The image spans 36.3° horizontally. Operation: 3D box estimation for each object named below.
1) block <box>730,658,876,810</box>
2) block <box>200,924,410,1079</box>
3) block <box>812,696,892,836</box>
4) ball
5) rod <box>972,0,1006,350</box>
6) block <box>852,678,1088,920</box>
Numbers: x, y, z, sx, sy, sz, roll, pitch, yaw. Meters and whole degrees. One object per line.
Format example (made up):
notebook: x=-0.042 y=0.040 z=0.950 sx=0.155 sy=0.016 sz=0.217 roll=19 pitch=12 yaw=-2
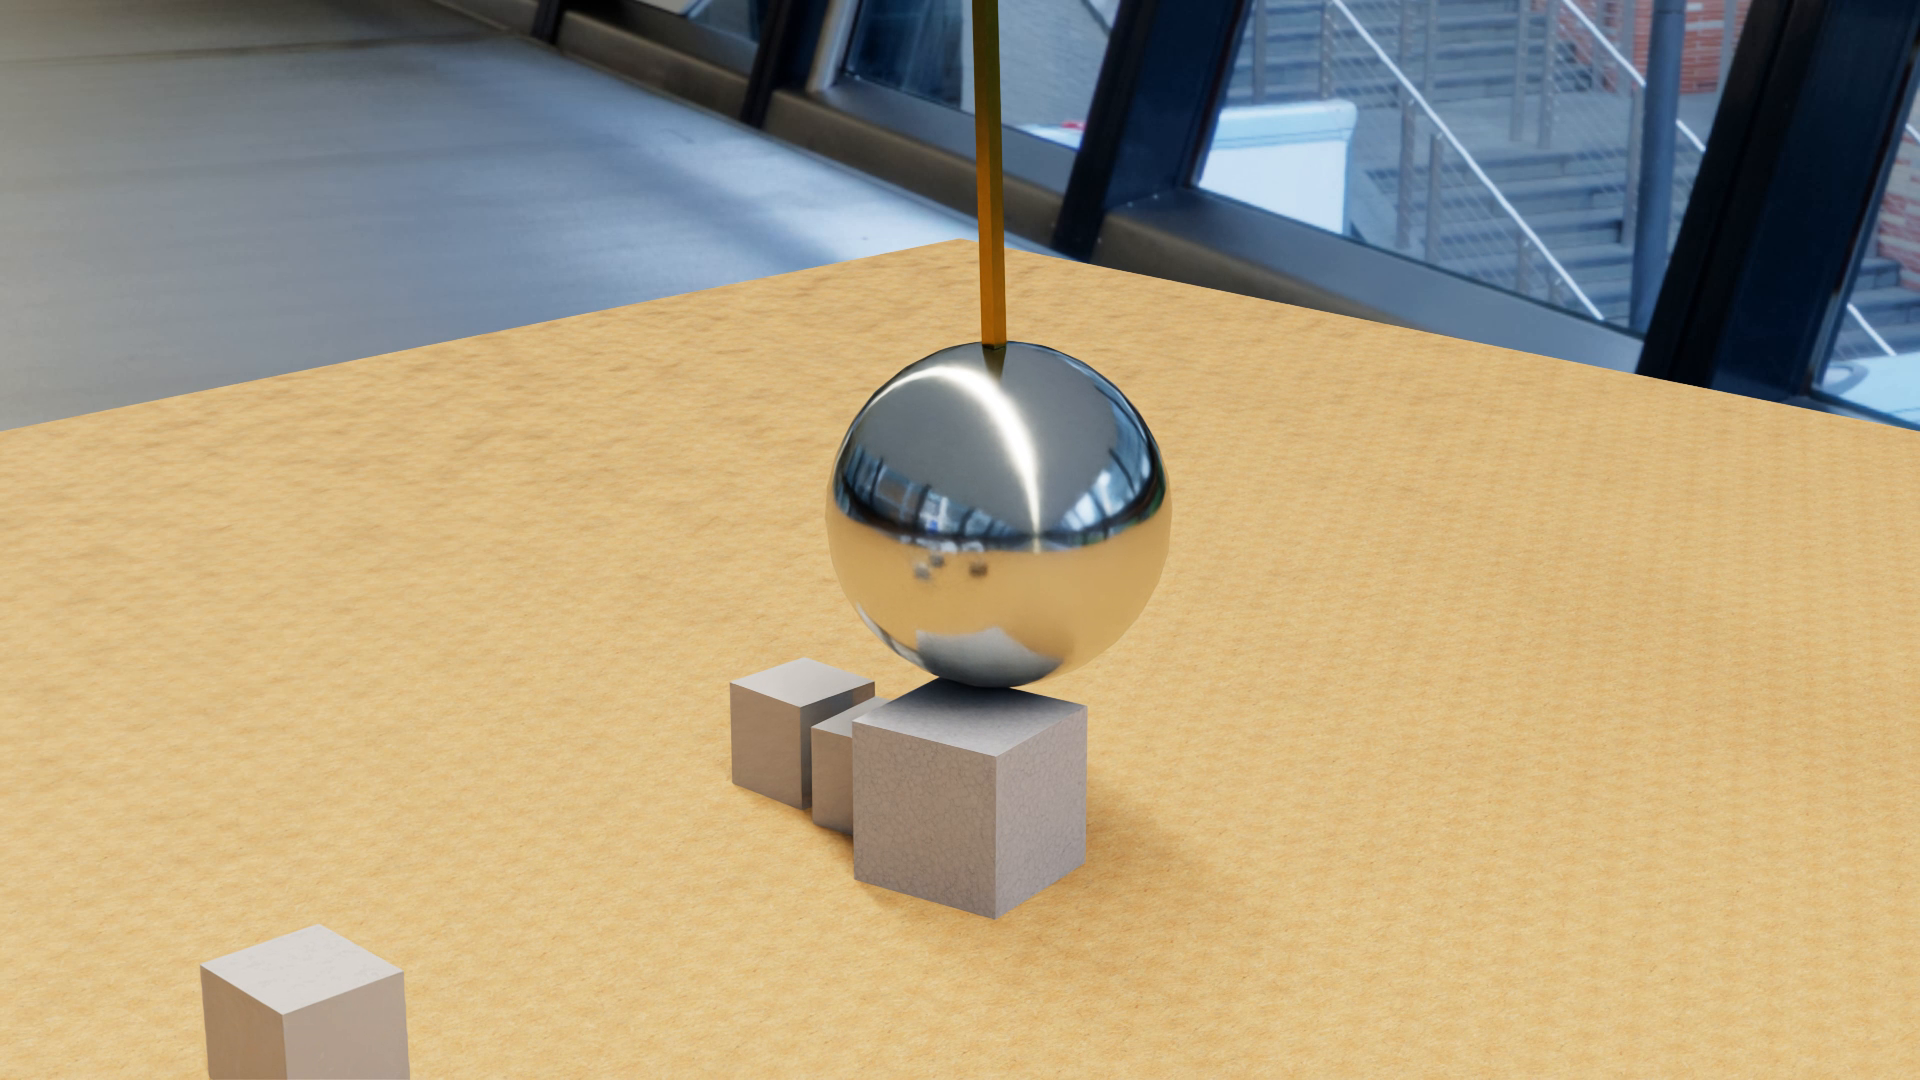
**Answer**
block: x=-0.772 y=0.947 z=14.440 sx=0.503 sy=0.534 sz=0.503 roll=16 pitch=24 yaw=41
block: x=-2.564 y=1.898 z=11.484 sx=0.539 sy=0.492 sz=0.603 roll=-16 pitch=24 yaw=-42
block: x=-0.357 y=1.101 z=14.014 sx=0.490 sy=0.496 sz=0.512 roll=12 pitch=21 yaw=33
ball: x=0.178 y=-0.120 z=13.491 sx=1.600 sy=1.600 sz=1.600 roll=0 pitch=17 yaw=0
rod: x=0.077 y=-3.331 z=12.376 sx=0.080 sy=5.200 sz=0.080 roll=17 pitch=26 yaw=42
block: x=0.048 y=1.154 z=13.379 sx=0.776 sy=0.776 sz=0.756 roll=11 pitch=21 yaw=32
